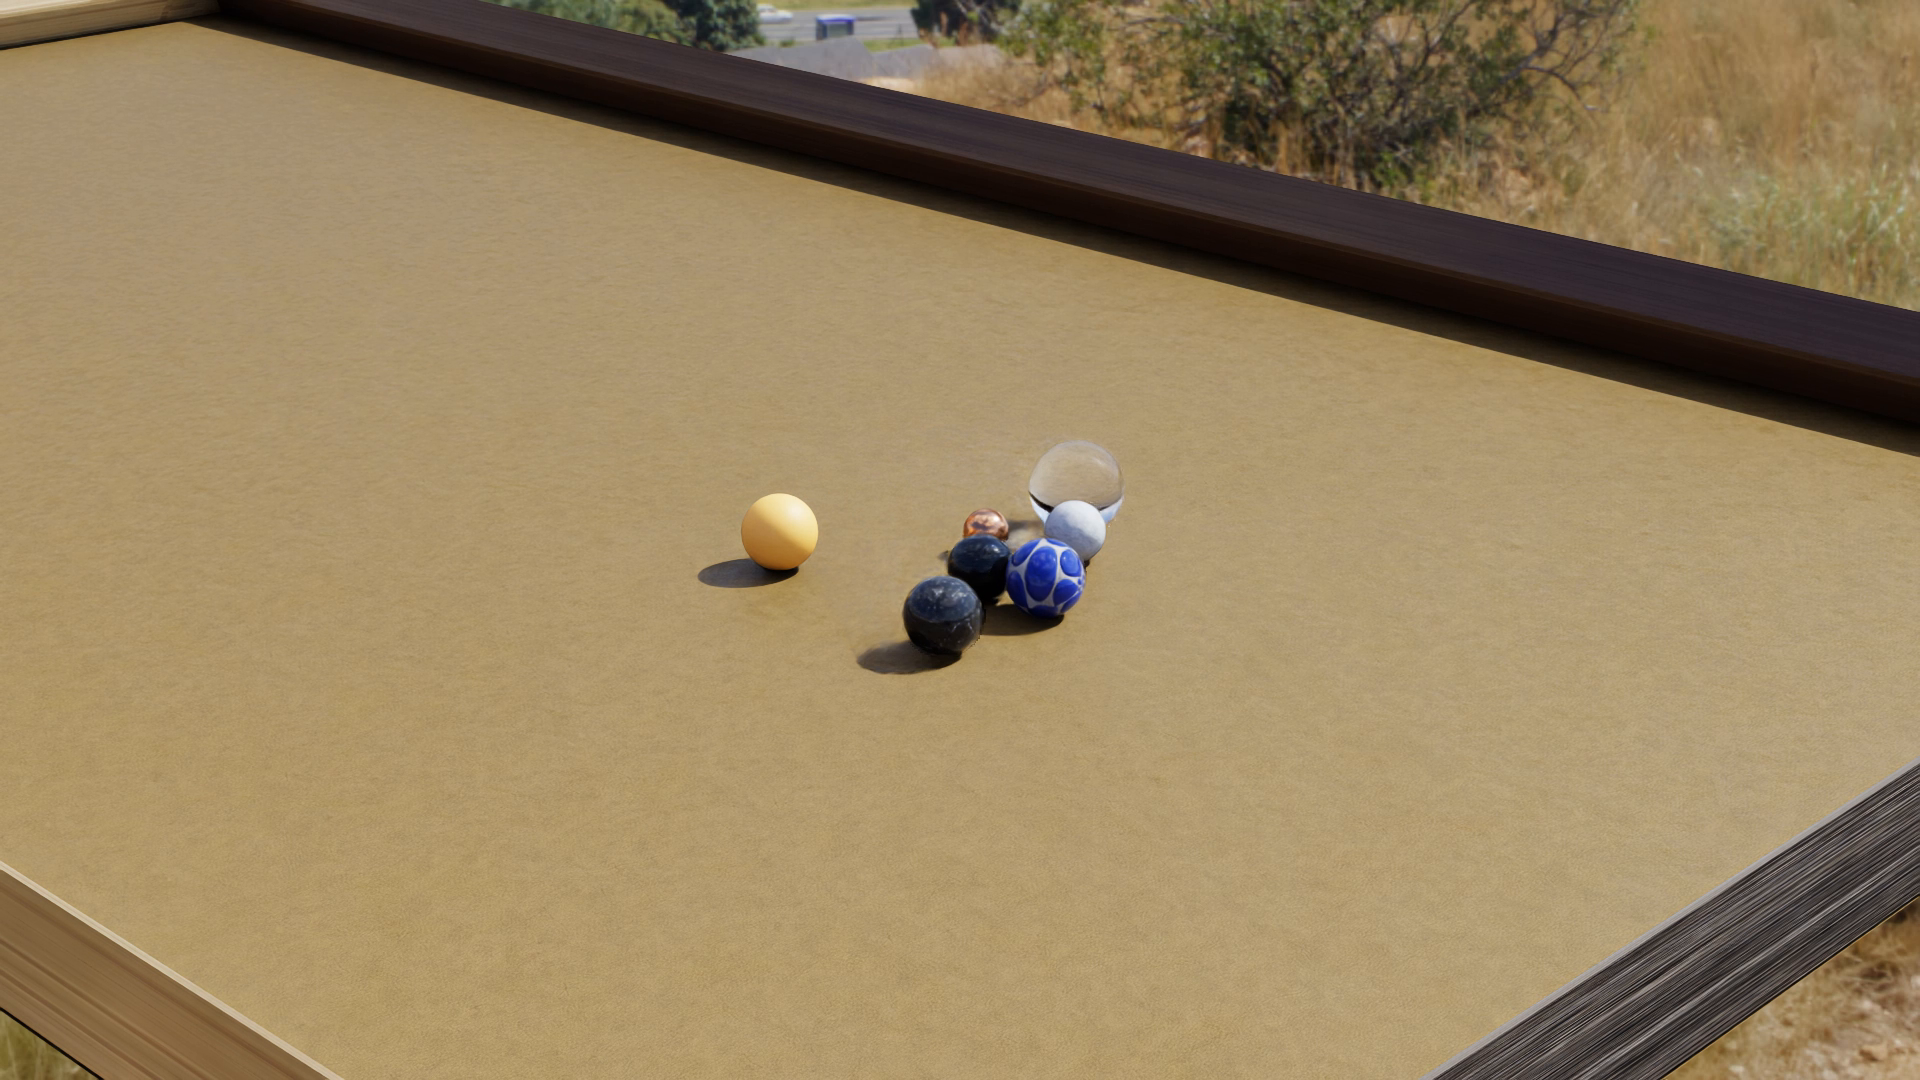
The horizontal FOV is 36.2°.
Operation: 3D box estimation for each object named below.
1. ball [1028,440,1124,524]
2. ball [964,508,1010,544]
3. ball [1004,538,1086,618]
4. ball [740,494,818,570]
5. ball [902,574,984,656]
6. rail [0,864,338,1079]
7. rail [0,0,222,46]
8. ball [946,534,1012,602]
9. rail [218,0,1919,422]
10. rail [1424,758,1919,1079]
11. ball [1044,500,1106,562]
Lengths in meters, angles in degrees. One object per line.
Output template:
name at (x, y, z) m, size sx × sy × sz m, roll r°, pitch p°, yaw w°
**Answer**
ball at (0.108, -0.049, 2.723) m, size 0.089 × 0.089 × 0.089 m, roll 0°, pitch 21°, yaw 0°
ball at (0.024, -0.008, 2.683) m, size 0.042 × 0.042 × 0.042 m, roll 0°, pitch 21°, yaw 0°
ball at (0.074, 0.033, 2.540) m, size 0.069 × 0.069 × 0.069 m, roll 0°, pitch 21°, yaw 0°
ball at (-0.162, -0.007, 2.643) m, size 0.069 × 0.069 × 0.069 m, roll 0°, pitch 21°, yaw 0°
ball at (-0.014, 0.063, 2.464) m, size 0.068 × 0.068 × 0.068 m, roll 0°, pitch 21°, yaw 0°
rail at (-1.326, -0.003, 2.565) m, size 3.643 × 0.115 × 0.045 m, roll 19°, pitch 28°, yaw 40°
rail at (-1.945, -0.705, 4.378) m, size 0.045 × 0.115 × 1.978 m, roll 19°, pitch 28°, yaw 40°
ball at (0.018, 0.024, 2.575) m, size 0.060 × 0.060 × 0.060 m, roll 0°, pitch 21°, yaw 0°
rail at (0.018, -0.503, 3.858) m, size 3.643 × 0.115 × 0.045 m, roll 19°, pitch 28°, yaw 40°
rail at (0.637, 0.199, 2.045) m, size 0.045 × 0.115 × 1.978 m, roll 19°, pitch 28°, yaw 40°
ball at (0.104, -0.008, 2.662) m, size 0.057 × 0.057 × 0.057 m, roll 0°, pitch 21°, yaw 0°
